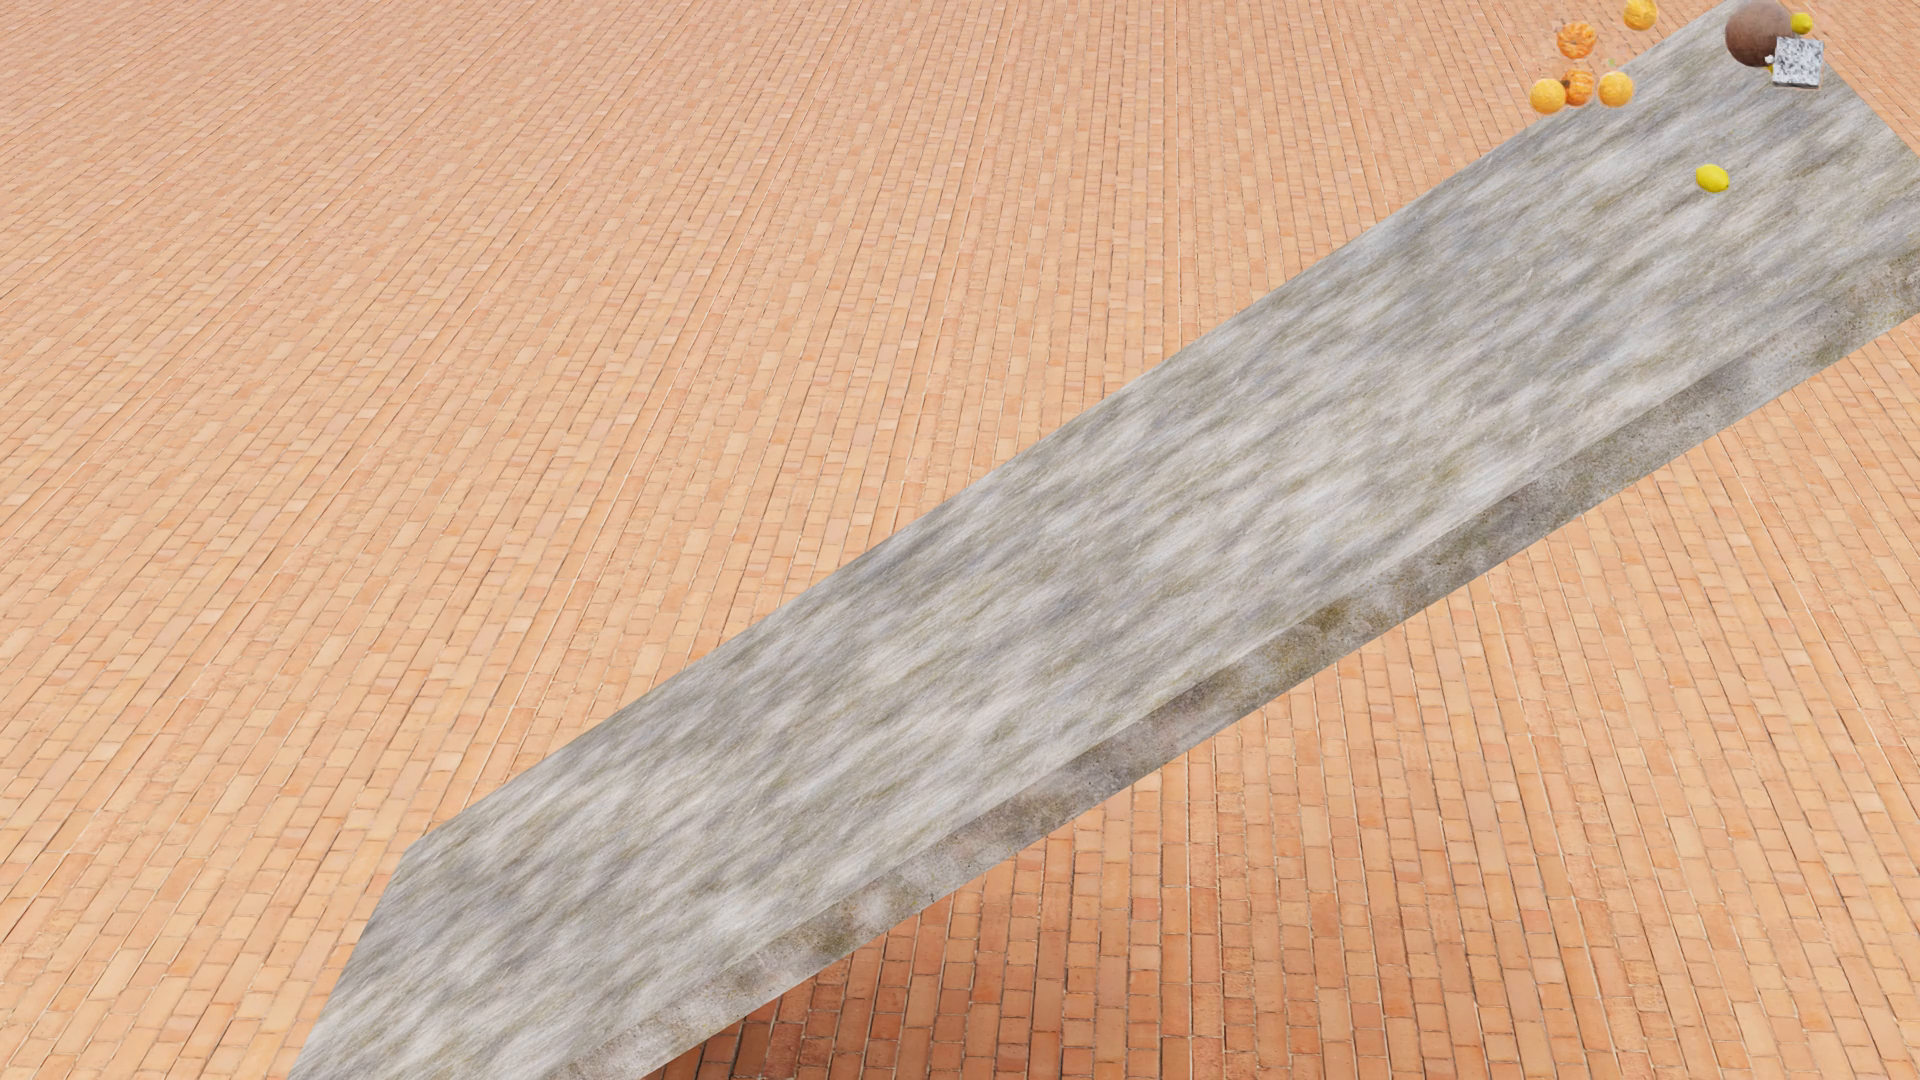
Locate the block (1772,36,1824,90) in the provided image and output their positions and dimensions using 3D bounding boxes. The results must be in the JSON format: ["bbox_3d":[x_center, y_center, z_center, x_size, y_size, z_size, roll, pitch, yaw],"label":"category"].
[{"bbox_3d":[1.569,-0.892,5.504,0.083,0.083,0.083,8,5,18],"label":"block"}]

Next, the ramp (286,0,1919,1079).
[{"bbox_3d":[0.135,0.174,6.307,4.000,0.100,2.000,-33,16,15],"label":"ramp"}]
